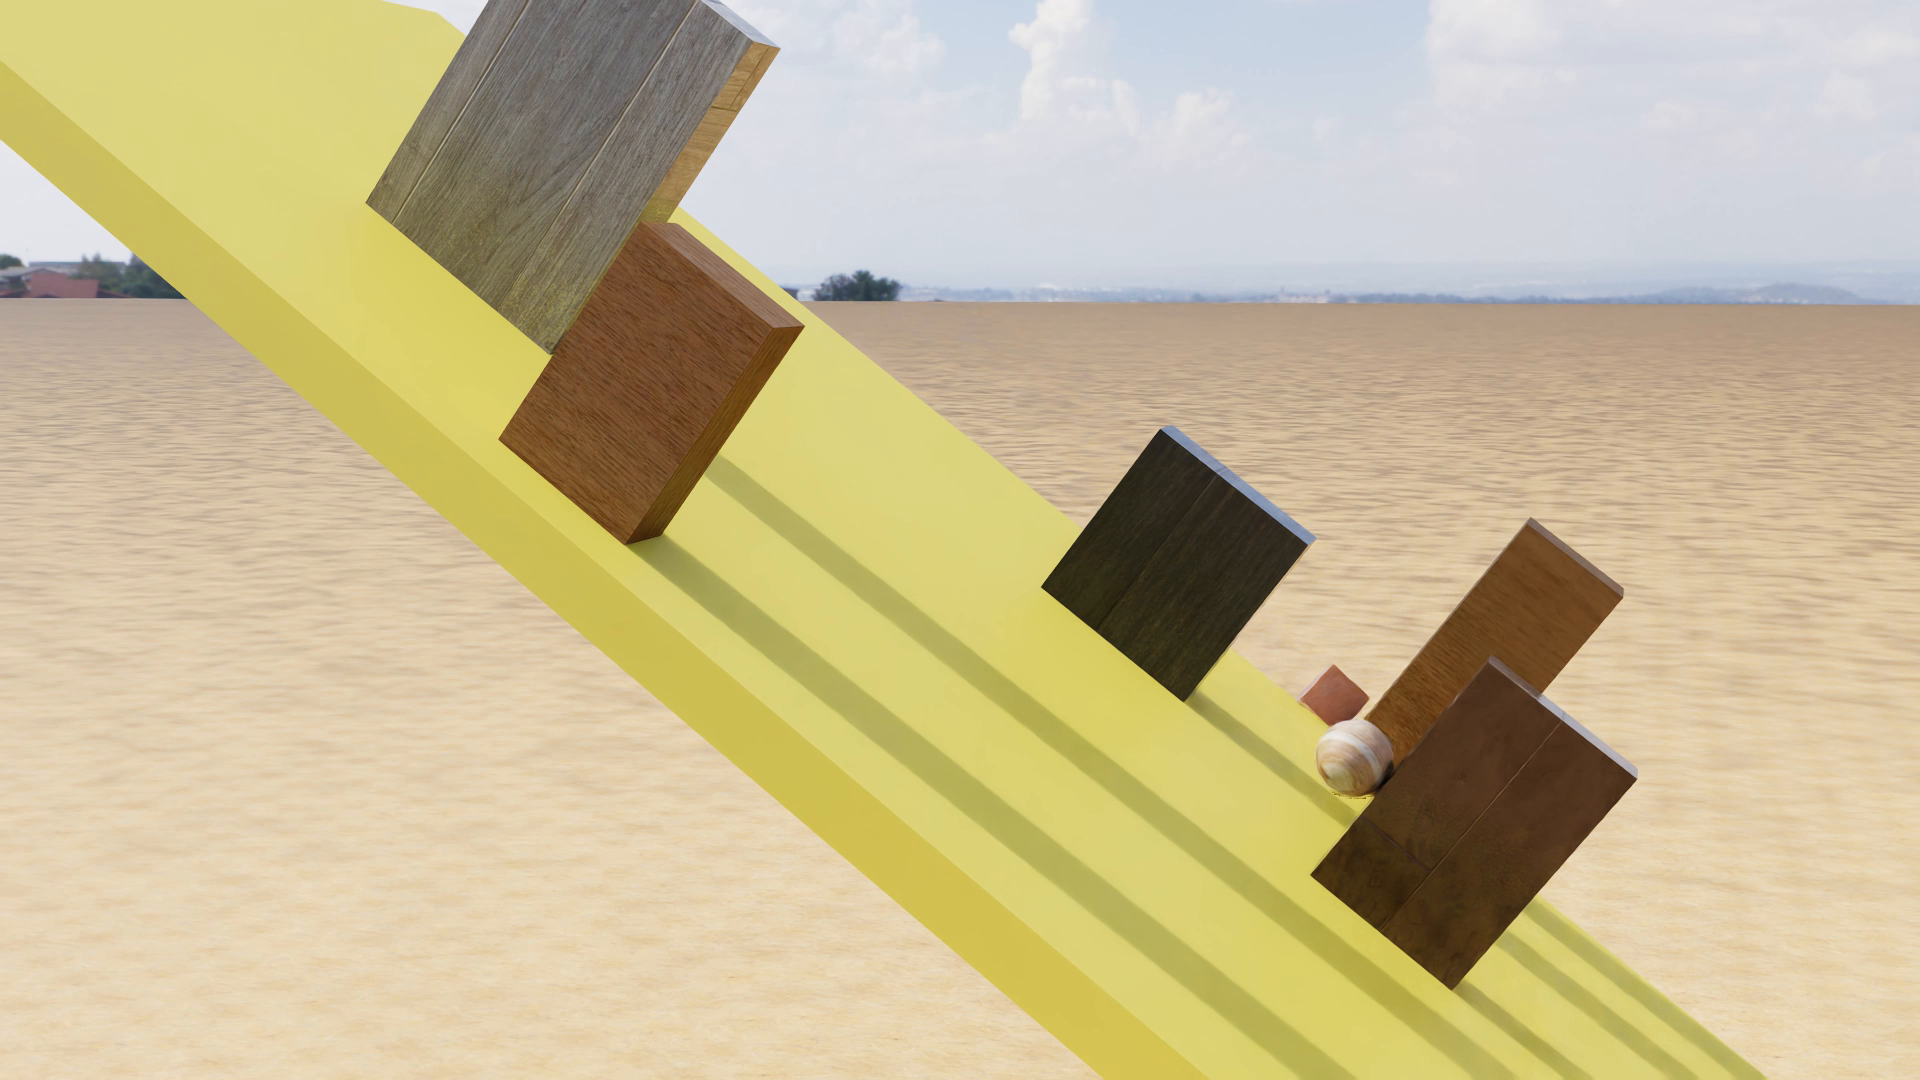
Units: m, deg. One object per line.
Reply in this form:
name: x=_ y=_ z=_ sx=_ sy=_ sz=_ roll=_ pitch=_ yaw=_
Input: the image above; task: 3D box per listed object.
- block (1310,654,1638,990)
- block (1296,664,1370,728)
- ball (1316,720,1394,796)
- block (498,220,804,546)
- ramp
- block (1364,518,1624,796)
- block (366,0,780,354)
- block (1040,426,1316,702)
block: x=0.904 y=0.500 z=3.886 sx=0.317 sy=0.503 sz=0.086 roll=39 pitch=16 yaw=9
block: x=0.832 y=0.367 z=4.954 sx=0.113 sy=0.113 sz=0.113 roll=-45 pitch=-5 yaw=-13
ball: x=0.707 y=0.390 z=3.935 sx=0.138 sy=0.138 sz=0.138 roll=0 pitch=7 yaw=0
block: x=-0.462 y=-0.235 z=3.288 sx=0.256 sy=0.403 sz=0.129 roll=39 pitch=16 yaw=9
ramp: x=-0.057 y=0.118 z=4.066 sx=4.000 sy=0.100 sz=2.000 roll=39 pitch=16 yaw=9
block: x=1.082 y=0.285 z=4.610 sx=0.240 sy=0.648 sz=0.141 roll=39 pitch=16 yaw=9
block: x=-0.669 y=-0.708 z=3.767 sx=0.435 sy=0.641 sz=0.122 roll=39 pitch=16 yaw=9
block: x=0.434 y=0.045 z=4.382 sx=0.366 sy=0.403 sz=0.121 roll=39 pitch=16 yaw=9
